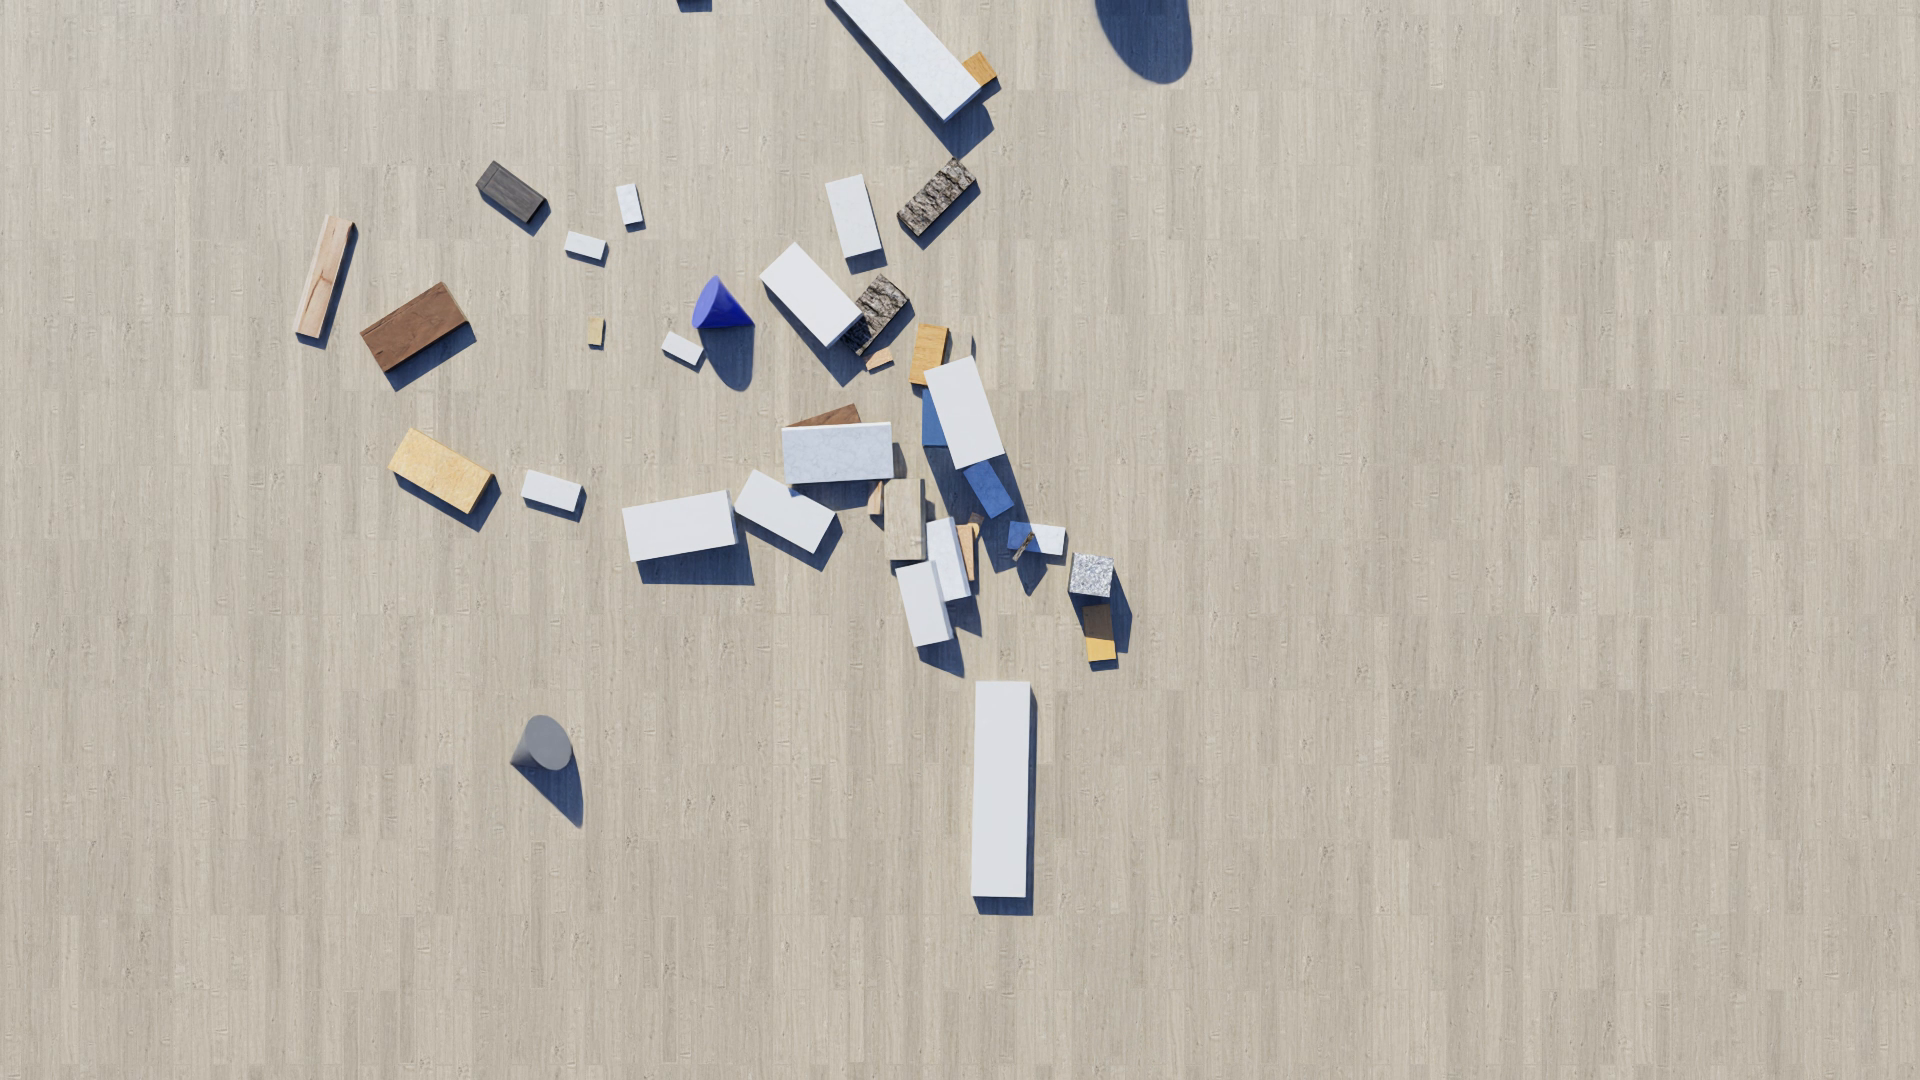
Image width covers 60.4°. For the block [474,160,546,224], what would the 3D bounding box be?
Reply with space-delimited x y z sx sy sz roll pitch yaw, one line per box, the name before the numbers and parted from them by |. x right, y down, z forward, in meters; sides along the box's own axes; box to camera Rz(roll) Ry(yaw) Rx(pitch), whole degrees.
block | -1.494 -1.157 5.485 0.211 0.030 0.105 36 90 0

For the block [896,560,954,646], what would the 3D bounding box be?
block | -0.117 0.210 5.454 0.133 0.038 0.266 -13 90 26

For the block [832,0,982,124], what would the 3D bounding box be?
block | -0.201 -1.670 5.459 0.165 0.047 0.633 -42 87 0

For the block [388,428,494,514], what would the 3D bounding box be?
block | -1.724 -0.230 5.478 0.307 0.043 0.153 30 90 0

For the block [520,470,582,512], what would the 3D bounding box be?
block | -1.358 -0.164 5.487 0.184 0.026 0.092 17 90 0

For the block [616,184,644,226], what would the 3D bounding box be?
block | -1.100 -1.117 5.491 0.063 0.018 0.127 -12 90 0

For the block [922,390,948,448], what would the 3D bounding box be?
block | -0.032 -0.394 5.410 0.180 0.180 0.180 1 90 0

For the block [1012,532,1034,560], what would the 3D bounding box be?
block | 0.211 0.021 5.447 0.016 0.055 0.110 35 90 0

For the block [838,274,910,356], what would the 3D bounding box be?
block | -0.299 -0.748 5.482 0.127 0.036 0.254 41 90 0

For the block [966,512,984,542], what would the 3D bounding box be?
block | 0.045 -0.043 5.494 0.045 0.013 0.090 22 90 0

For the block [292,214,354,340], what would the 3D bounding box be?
block | -2.118 -0.876 5.487 0.092 0.026 0.402 16 90 0

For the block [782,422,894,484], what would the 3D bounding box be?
block | -0.402 -0.287 5.442 0.357 0.051 0.179 -3 104 -4

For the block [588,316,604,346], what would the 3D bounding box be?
block | -1.213 -0.696 5.494 0.045 0.013 0.090 6 90 0

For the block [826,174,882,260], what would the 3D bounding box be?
block | -0.354 -1.074 5.482 0.127 0.036 0.254 -15 90 0

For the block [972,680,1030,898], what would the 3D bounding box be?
block | 0.134 0.824 5.475 0.179 0.051 0.708 1 90 0

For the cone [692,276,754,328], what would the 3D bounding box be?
cone | -0.759 -0.752 5.458 0.187 0.187 0.187 22 90 -27

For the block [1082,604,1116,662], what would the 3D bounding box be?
block | 0.462 0.307 5.487 0.091 0.026 0.183 -6 90 0

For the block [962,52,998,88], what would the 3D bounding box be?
block | 0.014 -1.526 5.486 0.199 0.028 0.099 -35 90 0

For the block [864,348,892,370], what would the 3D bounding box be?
block | -0.273 -0.604 5.494 0.090 0.013 0.045 -23 90 0

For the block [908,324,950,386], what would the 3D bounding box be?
block | -0.103 -0.612 5.469 0.099 0.028 0.199 11 92 17

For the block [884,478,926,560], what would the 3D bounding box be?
block | -0.182 -0.068 5.456 0.133 0.038 0.266 -1 90 24

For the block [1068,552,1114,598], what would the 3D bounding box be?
block | 0.430 0.113 5.435 0.129 0.129 0.129 8 90 0

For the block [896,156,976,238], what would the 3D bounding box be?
block | -0.079 -1.141 5.485 0.273 0.030 0.105 -45 90 0

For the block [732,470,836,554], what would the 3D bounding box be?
block | -0.583 -0.096 5.478 0.307 0.043 0.153 28 90 0

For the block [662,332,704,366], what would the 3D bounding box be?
block | -0.923 -0.637 5.491 0.127 0.018 0.063 27 90 0

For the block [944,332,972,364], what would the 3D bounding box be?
block | -0.016 -0.592 5.486 0.099 0.028 0.199 3 90 0

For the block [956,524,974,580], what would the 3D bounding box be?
block | -0.002 0.043 5.478 0.091 0.026 0.183 -2 93 5

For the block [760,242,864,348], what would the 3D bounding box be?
block | -0.491 -0.809 5.456 0.165 0.047 0.329 -44 83 1

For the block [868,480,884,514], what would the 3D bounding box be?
block | -0.279 -0.141 5.476 0.055 0.016 0.110 3 90 41

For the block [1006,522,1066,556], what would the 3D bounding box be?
block | 0.253 -0.006 5.487 0.184 0.026 0.092 7 90 0

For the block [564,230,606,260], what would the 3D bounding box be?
block | -1.247 -0.980 5.491 0.127 0.018 0.063 16 90 0

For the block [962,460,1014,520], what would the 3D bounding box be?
block | 0.095 -0.171 5.487 0.091 0.026 0.183 -31 90 0

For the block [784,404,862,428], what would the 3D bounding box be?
block | -0.451 -0.353 5.482 0.254 0.036 0.127 -19 90 0

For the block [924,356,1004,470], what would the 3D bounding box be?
block | 0.013 -0.408 5.297 0.165 0.047 0.329 -18 90 0

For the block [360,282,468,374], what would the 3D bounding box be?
block | -1.812 -0.706 5.478 0.320 0.043 0.153 -32 90 0

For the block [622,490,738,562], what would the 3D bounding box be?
block | -0.924 -0.046 5.453 0.357 0.051 0.179 -10 90 7

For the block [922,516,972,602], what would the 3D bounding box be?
block | -0.059 0.068 5.453 0.133 0.038 0.266 -13 90 26

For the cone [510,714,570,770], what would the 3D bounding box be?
cone | -1.428 0.704 5.457 0.193 0.193 0.193 -28 90 27
